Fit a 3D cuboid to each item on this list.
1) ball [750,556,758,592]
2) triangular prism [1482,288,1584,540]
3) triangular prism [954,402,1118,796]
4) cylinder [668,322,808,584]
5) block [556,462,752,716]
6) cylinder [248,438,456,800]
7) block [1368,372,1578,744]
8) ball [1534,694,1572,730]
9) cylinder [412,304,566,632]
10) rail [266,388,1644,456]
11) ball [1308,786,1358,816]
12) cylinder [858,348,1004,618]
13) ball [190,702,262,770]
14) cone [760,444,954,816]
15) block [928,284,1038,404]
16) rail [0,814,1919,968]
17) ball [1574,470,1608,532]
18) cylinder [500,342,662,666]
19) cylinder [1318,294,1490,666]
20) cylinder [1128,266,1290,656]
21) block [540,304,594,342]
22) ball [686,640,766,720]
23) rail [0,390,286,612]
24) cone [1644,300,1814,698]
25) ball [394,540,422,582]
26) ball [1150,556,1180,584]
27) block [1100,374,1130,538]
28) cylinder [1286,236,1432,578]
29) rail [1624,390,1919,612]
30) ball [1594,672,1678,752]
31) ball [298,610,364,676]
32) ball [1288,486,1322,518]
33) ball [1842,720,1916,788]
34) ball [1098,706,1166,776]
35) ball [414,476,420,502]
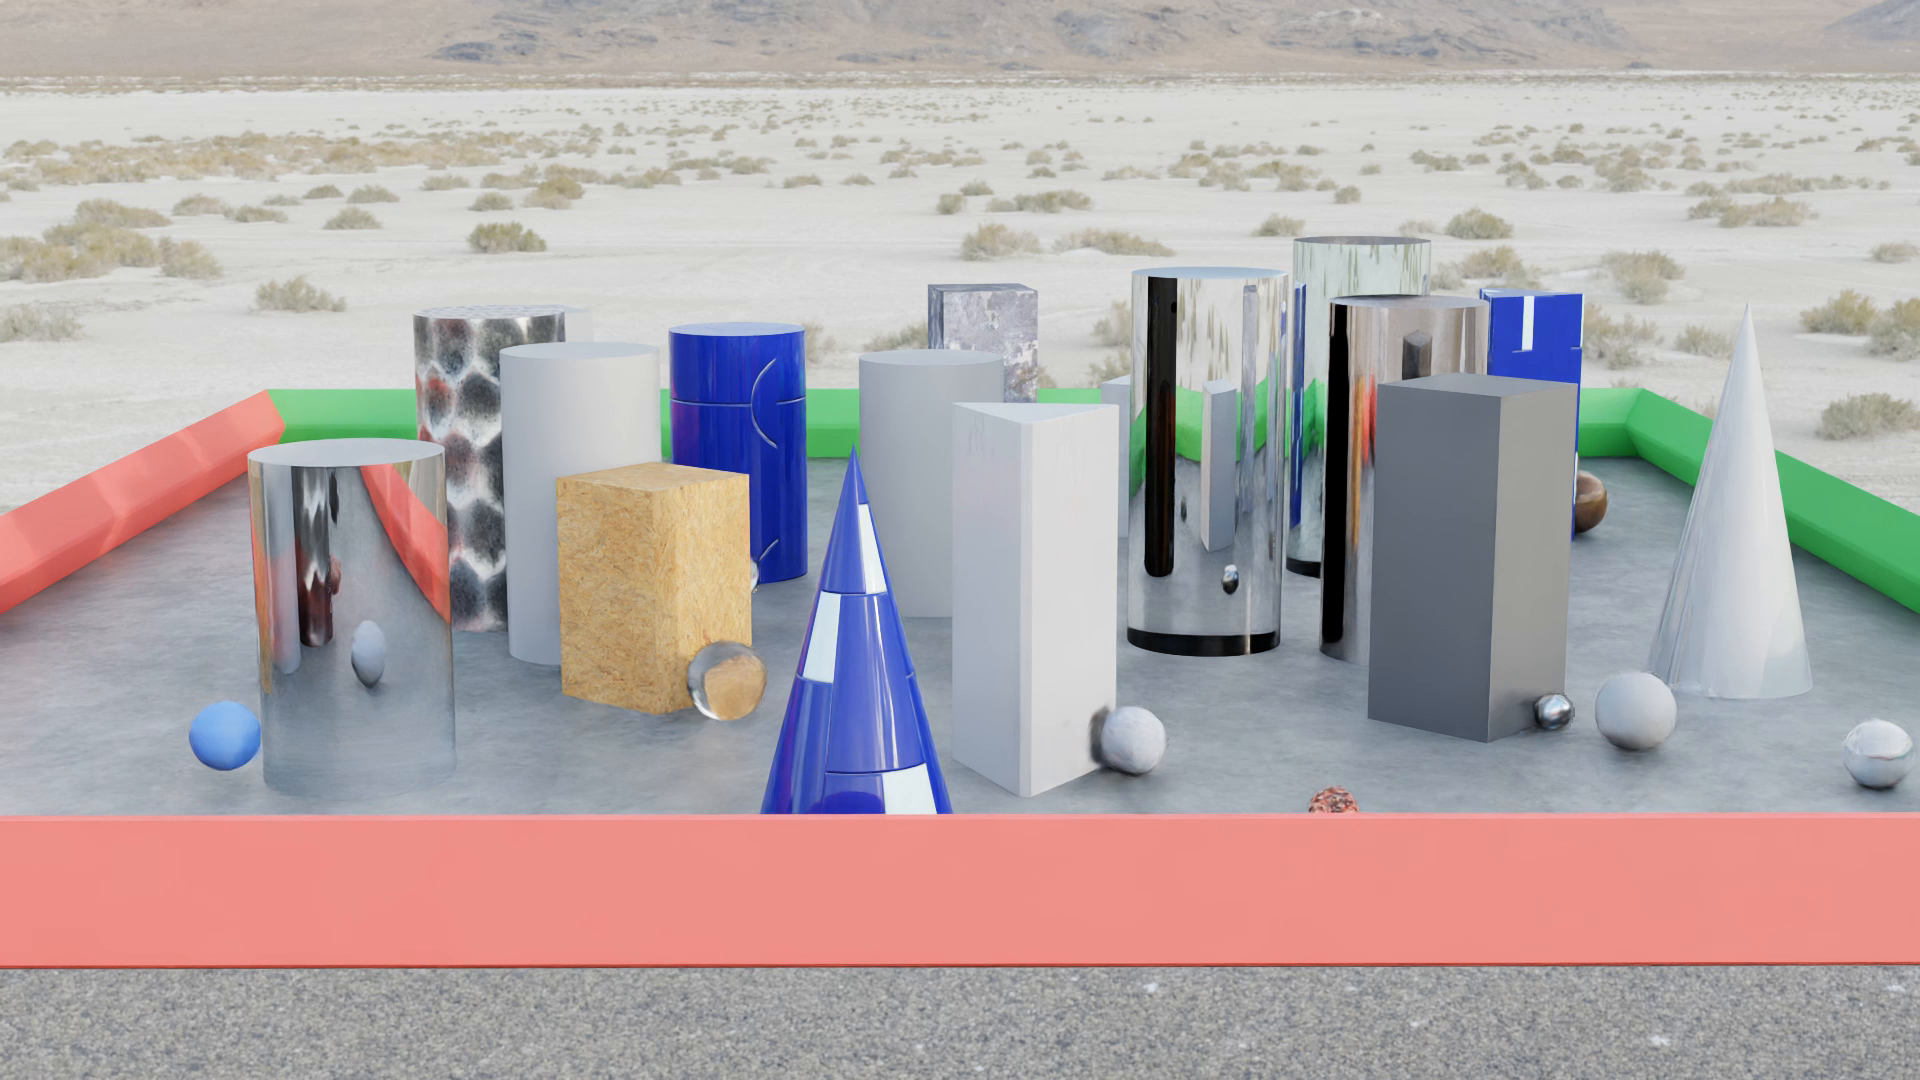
[{"bbox_3d":[-0.312,0.047,3.547,0.067,0.067,0.067,0,11,0],"label":"ball"},{"bbox_3d":[0.845,-0.194,3.977,0.170,0.383,0.147,-4,11,-23],"label":"triangular prism"},{"bbox_3d":[0.054,0.052,2.659,0.147,0.380,0.170,7,13,34],"label":"triangular prism"},{"bbox_3d":[-0.319,-0.128,3.702,0.196,0.354,0.196,0,11,0],"label":"cylinder"},{"bbox_3d":[-0.356,0.052,2.994,0.157,0.257,0.157,8,13,38],"label":"block"},{"bbox_3d":[-0.624,0.076,2.642,0.196,0.338,0.196,0,11,0],"label":"cylinder"},{"bbox_3d":[0.571,0.014,2.863,0.157,0.379,0.157,10,14,43],"label":"block"},{"bbox_3d":[0.657,0.190,2.841,0.041,0.041,0.041,0,11,0],"label":"ball"},{"bbox_3d":[-0.615,-0.098,3.391,0.196,0.408,0.196,0,11,0],"label":"cylinder"},{"bbox_3d":[-0.008,-0.216,4.791,2.582,0.127,0.045,0,11,0],"label":"rail"},{"bbox_3d":[0.357,0.260,2.452,0.047,0.047,0.047,0,11,0],"label":"ball"},{"bbox_3d":[-0.039,-0.081,3.491,0.196,0.338,0.196,0,11,0],"label":"cylinder"},{"bbox_3d":[-0.752,0.201,2.628,0.071,0.071,0.071,0,11,0],"label":"ball"},{"bbox_3d":[-0.099,0.095,2.426,0.196,0.379,0.196,0,11,0],"label":"cone"},{"bbox_3d":[0.037,-0.243,4.304,0.157,0.360,0.157,-2,11,-10],"label":"block"},{"bbox_3d":[0.008,0.282,2.107,2.582,0.127,0.045,0,11,0],"label":"rail"},{"bbox_3d":[0.969,-0.060,4.037,0.098,0.098,0.098,0,11,0],"label":"ball"},{"bbox_3d":[-0.471,-0.049,3.210,0.196,0.378,0.196,0,11,0],"label":"cylinder"},{"bbox_3d":[0.551,-0.077,3.193,0.196,0.440,0.196,0,11,0],"label":"cylinder"},{"bbox_3d":[0.312,-0.103,3.249,0.196,0.470,0.196,0,11,0],"label":"cylinder"},{"bbox_3d":[-0.689,-0.201,4.138,0.157,0.339,0.157,-6,12,-29],"label":"block"},{"bbox_3d":[-0.262,0.158,2.882,0.091,0.091,0.091,0,11,0],"label":"ball"},{"bbox_3d":[-1.267,0.034,3.442,0.045,0.127,2.777,0,11,0],"label":"rail"},{"bbox_3d":[0.921,-0.058,3.039,0.196,0.457,0.196,0,11,0],"label":"cone"},{"bbox_3d":[-0.734,0.029,3.458,0.057,0.057,0.057,0,11,0],"label":"ball"},{"bbox_3d":[0.292,0.042,3.636,0.042,0.042,0.042,0,11,0],"label":"ball"},{"bbox_3d":[0.322,-0.132,4.035,0.157,0.240,0.157,5,12,24],"label":"block"},{"bbox_3d":[0.576,-0.194,3.716,0.196,0.478,0.196,0,11,0],"label":"cylinder"},{"bbox_3d":[1.267,0.031,3.456,0.045,0.127,2.777,0,11,0],"label":"rail"},{"bbox_3d":[0.725,0.184,2.753,0.086,0.086,0.086,0,11,0],"label":"ball"},{"bbox_3d":[-0.759,0.124,3.097,0.078,0.078,0.078,0,11,0],"label":"ball"},{"bbox_3d":[0.560,-0.062,4.168,0.053,0.053,0.053,0,11,0],"label":"ball"},{"bbox_3d":[0.936,0.218,2.614,0.070,0.070,0.070,0,11,0],"label":"ball"},{"bbox_3d":[0.179,0.208,2.662,0.071,0.071,0.071,0,11,0],"label":"ball"},{"bbox_3d":[-0.852,-0.086,4.210,0.086,0.086,0.086,0,11,0],"label":"ball"}]
